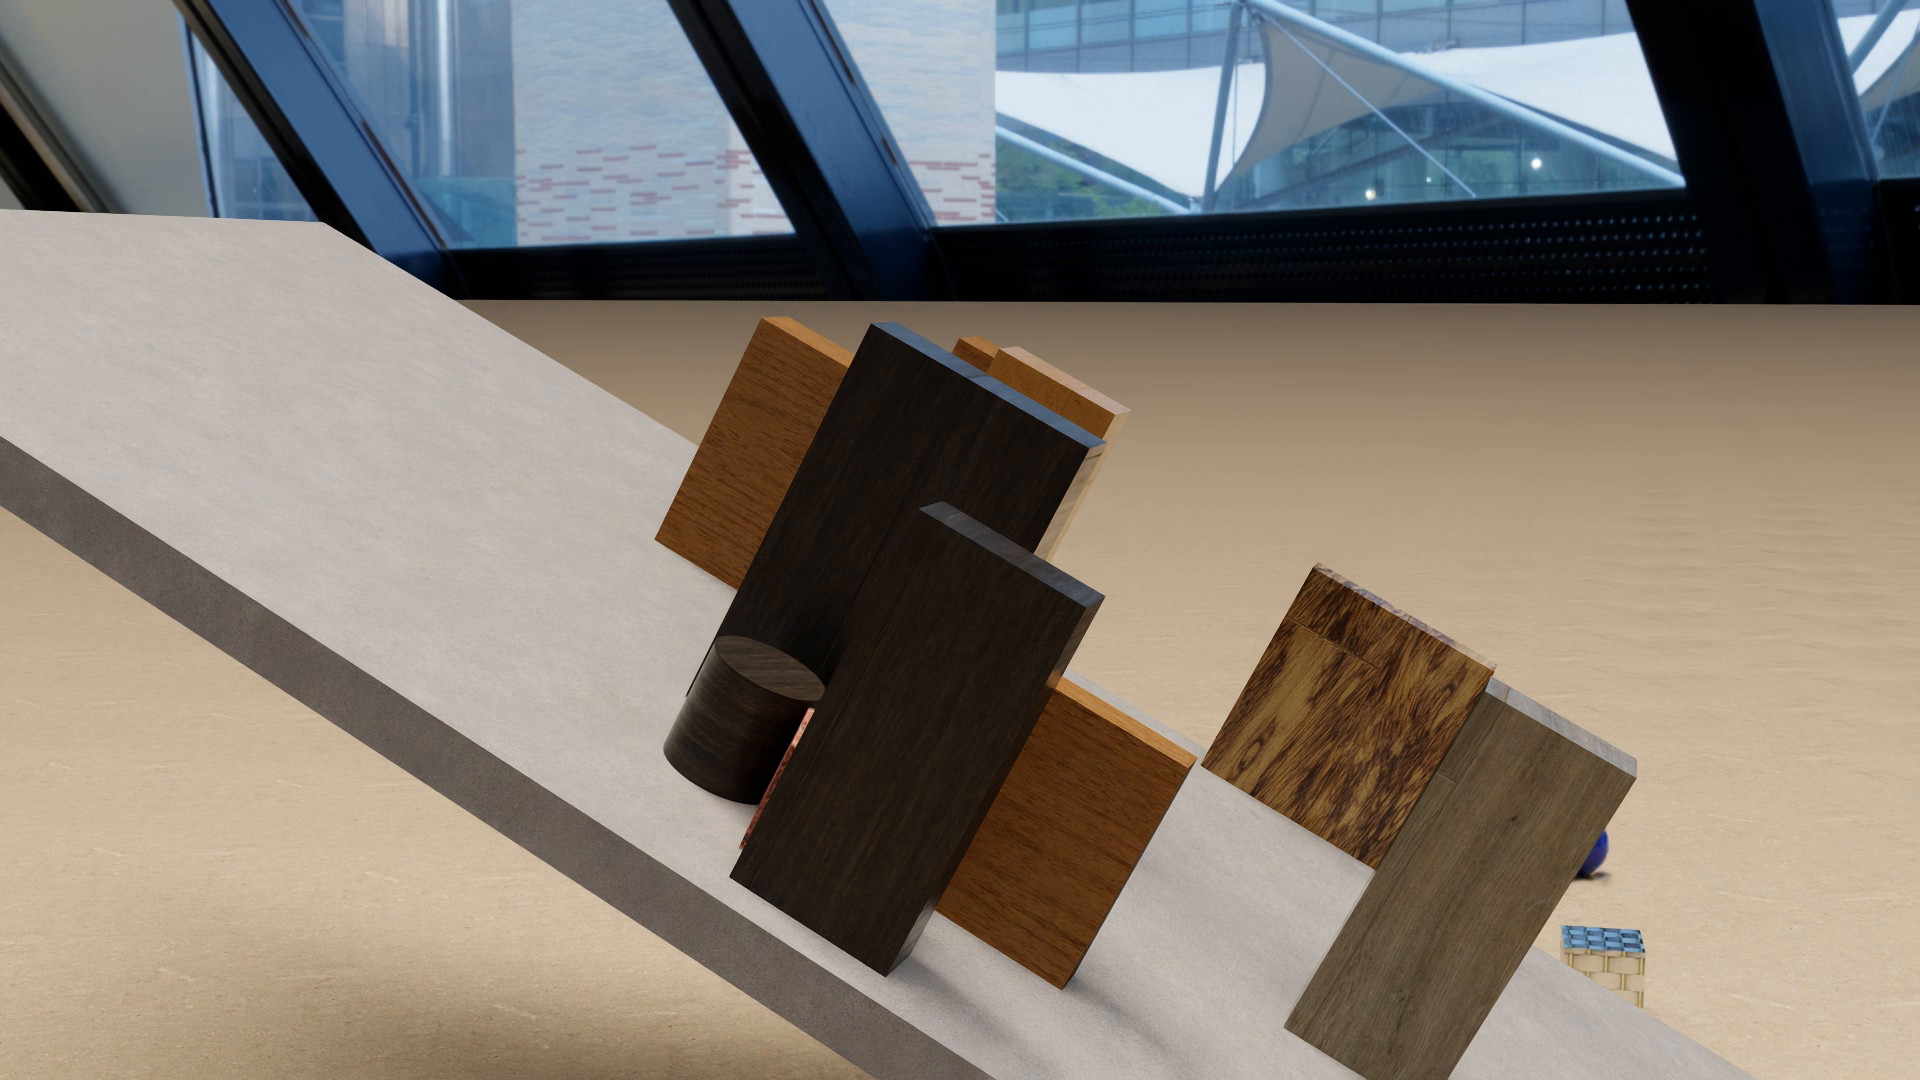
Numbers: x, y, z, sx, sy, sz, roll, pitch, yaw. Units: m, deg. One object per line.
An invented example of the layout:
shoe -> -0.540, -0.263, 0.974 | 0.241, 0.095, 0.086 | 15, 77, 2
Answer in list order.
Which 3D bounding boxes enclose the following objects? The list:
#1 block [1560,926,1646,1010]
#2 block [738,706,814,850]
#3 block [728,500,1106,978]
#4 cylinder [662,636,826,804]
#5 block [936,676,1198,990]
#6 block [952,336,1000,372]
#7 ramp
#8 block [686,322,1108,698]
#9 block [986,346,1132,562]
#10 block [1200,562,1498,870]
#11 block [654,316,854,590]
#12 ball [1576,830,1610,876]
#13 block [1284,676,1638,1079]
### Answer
block -> 1.606, 1.092, 5.507 | 0.193, 0.193, 0.193 | 2, 7, 13
block -> -0.204, 0.408, 3.410 | 0.186, 0.186, 0.186 | 27, 14, -2
block -> -0.066, 0.288, 3.182 | 0.275, 0.627, 0.114 | 31, 14, 12
cylinder -> -0.348, 0.289, 3.543 | 0.197, 0.197, 0.197 | 26, 14, -7
block -> 0.105, 0.425, 3.450 | 0.375, 0.415, 0.080 | 31, 14, 12
block -> 0.000, -0.067, 4.541 | 0.292, 0.638, 0.147 | 31, 14, 12
ramp -> -0.217, 0.360, 4.145 | 4.000, 0.100, 2.000 | 31, 14, 12
block -> -0.114, 0.054, 3.718 | 0.420, 0.727, 0.127 | 31, 14, 12
block -> 0.042, 0.000, 4.243 | 0.254, 0.705, 0.136 | 31, 14, 12
block -> 0.840, 0.382, 4.776 | 0.438, 0.508, 0.088 | 31, 14, 12
block -> -0.329, -0.136, 4.437 | 0.372, 0.510, 0.142 | 31, 14, 12
ball -> 1.904, 0.939, 6.785 | 0.193, 0.193, 0.193 | 0, 7, 0
block -> 0.832, 0.593, 3.673 | 0.270, 0.673, 0.145 | 31, 14, 12
